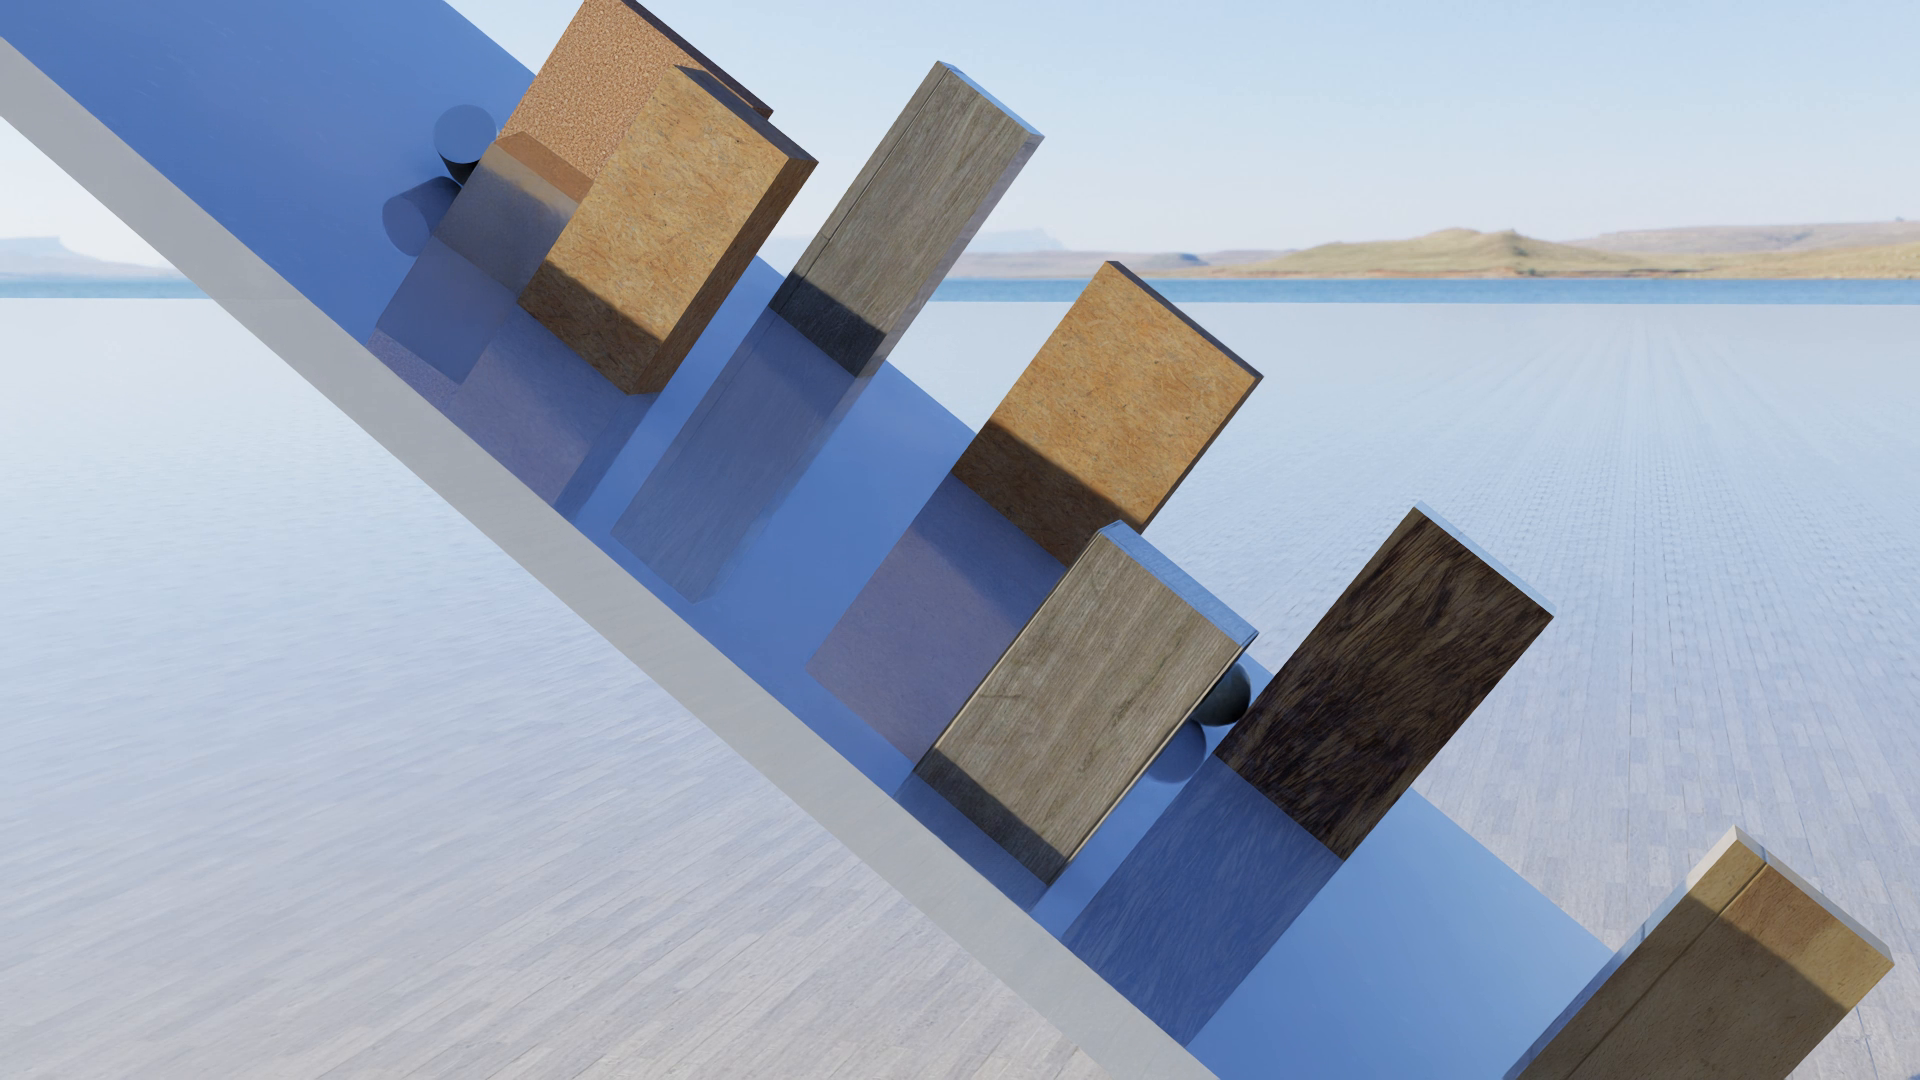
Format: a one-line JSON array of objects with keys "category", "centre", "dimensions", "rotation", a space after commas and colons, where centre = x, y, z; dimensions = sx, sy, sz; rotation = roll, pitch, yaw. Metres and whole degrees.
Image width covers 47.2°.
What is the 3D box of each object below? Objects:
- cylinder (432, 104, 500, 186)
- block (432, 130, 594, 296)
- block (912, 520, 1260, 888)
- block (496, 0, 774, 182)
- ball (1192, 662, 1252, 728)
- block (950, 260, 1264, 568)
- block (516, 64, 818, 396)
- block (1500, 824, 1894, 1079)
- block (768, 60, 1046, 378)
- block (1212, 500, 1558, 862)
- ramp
[{"category": "cylinder", "centre": [-0.914, -0.736, 4.117], "dimensions": [0.118, 0.118, 0.118], "rotation": [0, -14, 0]}, {"category": "block", "centre": [-0.771, -0.576, 3.899], "dimensions": [0.199, 0.199, 0.199], "rotation": [35, 16, -5]}, {"category": "block", "centre": [0.180, 0.233, 3.164], "dimensions": [0.259, 0.451, 0.141], "rotation": [40, 16, 9]}, {"category": "block", "centre": [-0.634, -0.704, 4.028], "dimensions": [0.377, 0.483, 0.100], "rotation": [40, 16, 9]}, {"category": "ball", "centre": [0.492, 0.290, 4.236], "dimensions": [0.142, 0.142, 0.142], "rotation": [0, 7, 0]}, {"category": "block", "centre": [0.303, -0.241, 4.582], "dimensions": [0.391, 0.553, 0.111], "rotation": [40, 16, 9]}, {"category": "block", "centre": [-0.504, -0.529, 3.781], "dimensions": [0.261, 0.498, 0.141], "rotation": [40, 16, 9]}, {"category": "block", "centre": [1.017, 0.739, 3.178], "dimensions": [0.266, 0.631, 0.089], "rotation": [40, 16, 9]}, {"category": "block", "centre": [-0.120, -0.691, 4.780], "dimensions": [0.259, 0.650, 0.119], "rotation": [40, 16, 9]}, {"category": "block", "centre": [0.788, 0.262, 4.100], "dimensions": [0.317, 0.601, 0.124], "rotation": [40, 16, 9]}, {"category": "ramp", "centre": [-0.046, 0.104, 4.061], "dimensions": [4.000, 0.100, 2.000], "rotation": [40, 16, 9]}]
